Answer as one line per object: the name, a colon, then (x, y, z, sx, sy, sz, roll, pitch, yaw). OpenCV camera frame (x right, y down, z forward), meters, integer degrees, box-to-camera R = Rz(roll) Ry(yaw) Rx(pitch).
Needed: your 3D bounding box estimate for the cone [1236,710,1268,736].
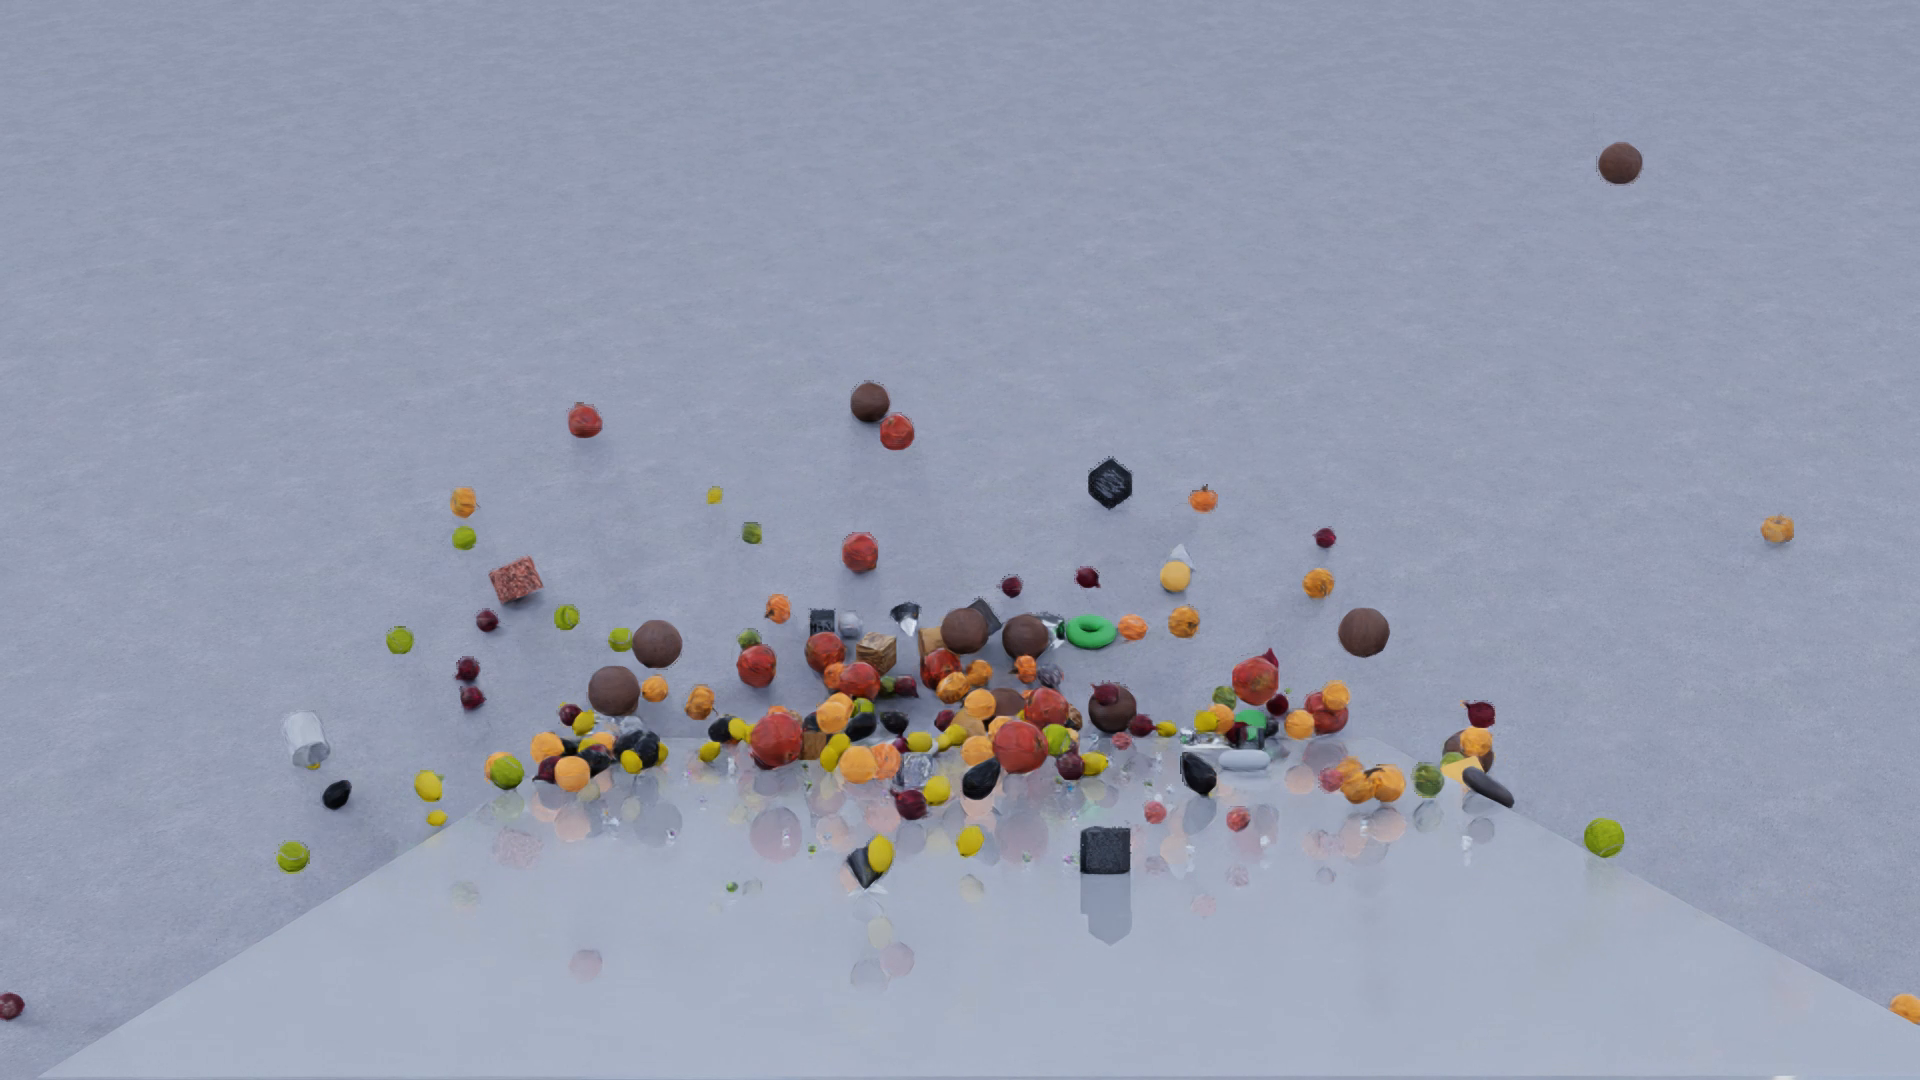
cone: (0.741, 0.488, 6.564, 0.085, 0.085, 0.085, 4, 17, 7)

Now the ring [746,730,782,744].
ring: (-0.491, 0.493, 6.466, 0.093, 0.031, 0.093, -1, 1, 0)

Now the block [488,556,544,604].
block: (-1.269, 0.115, 7.386, 0.096, 0.096, 0.096, -26, 5, -39)

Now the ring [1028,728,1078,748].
ring: (0.231, 0.488, 6.395, 0.126, 0.042, 0.126, -1, 1, 0)

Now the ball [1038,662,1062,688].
ball: (0.243, 0.366, 6.988, 0.068, 0.068, 0.068, 0, 28, 0)

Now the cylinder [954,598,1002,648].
cylinder: (0.050, 0.228, 7.150, 0.099, 0.099, 0.099, 54, 44, 2)

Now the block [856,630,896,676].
block: (-0.228, 0.310, 7.081, 0.080, 0.080, 0.080, 14, 31, 24)

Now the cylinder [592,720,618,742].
cylinder: (-0.893, 0.482, 6.505, 0.050, 0.050, 0.050, 4, 0, 7)

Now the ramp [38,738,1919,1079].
ramp: (0.064, 0.575, 4.618, 2.000, 0.100, 4.000, 0, 1, 0)

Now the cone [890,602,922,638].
cone: (-0.145, 0.238, 7.257, 0.089, 0.089, 0.089, -5, 56, -10)

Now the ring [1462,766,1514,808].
ring: (1.090, 0.513, 5.337, 0.122, 0.041, 0.122, 37, 1, -1)

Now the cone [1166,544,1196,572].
cone: (0.655, 0.070, 7.498, 0.085, 0.085, 0.085, 36, 41, 18)

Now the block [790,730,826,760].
block: (-0.356, 0.482, 6.068, 0.061, 0.061, 0.061, 0, 1, -36)

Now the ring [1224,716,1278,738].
ring: (0.752, 0.483, 6.682, 0.143, 0.048, 0.143, -1, 2, 0)

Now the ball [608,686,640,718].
ball: (-0.886, 0.425, 6.804, 0.083, 0.083, 0.083, 0, 28, 0)

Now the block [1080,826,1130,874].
block: (0.232, 0.496, 4.130, 0.066, 0.066, 0.066, 0, 1, 19)

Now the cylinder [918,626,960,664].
cylinder: (-0.058, 0.288, 7.103, 0.098, 0.098, 0.098, -6, 29, -11)

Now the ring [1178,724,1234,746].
ring: (0.611, 0.486, 6.421, 0.137, 0.046, 0.137, -1, 1, 0)

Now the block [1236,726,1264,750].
block: (0.706, 0.483, 6.291, 0.053, 0.053, 0.053, 0, 1, 24)

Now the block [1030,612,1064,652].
block: (0.242, 0.256, 7.189, 0.072, 0.072, 0.072, 17, 33, 28)

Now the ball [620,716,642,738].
ball: (-0.845, 0.480, 6.654, 0.056, 0.056, 0.056, 0, 28, 0)

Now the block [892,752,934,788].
block: (-0.099, 0.485, 5.456, 0.065, 0.065, 0.065, 0, 1, -23)

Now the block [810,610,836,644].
block: (-0.384, 0.243, 7.219, 0.067, 0.067, 0.067, 0, 28, 1)

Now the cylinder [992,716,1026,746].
cylinder: (0.122, 0.473, 6.401, 0.071, 0.071, 0.071, 6, 0, 11)

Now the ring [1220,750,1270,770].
ring: (0.640, 0.495, 5.812, 0.116, 0.039, 0.116, -1, 1, 0)

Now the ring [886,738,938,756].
ring: (-0.113, 0.490, 6.089, 0.128, 0.043, 0.128, 0, -1, 0)

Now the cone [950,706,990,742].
cone: (0.043, 0.485, 6.531, 0.099, 0.099, 0.099, -21, 41, -33)

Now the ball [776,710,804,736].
ball: (-0.444, 0.476, 6.742, 0.069, 0.069, 0.069, 0, 28, 0)

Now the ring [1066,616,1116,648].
ring: (0.365, 0.256, 7.216, 0.140, 0.047, 0.140, -1, 29, 0)

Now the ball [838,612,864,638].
ball: (-0.306, 0.238, 7.222, 0.072, 0.072, 0.072, 0, 28, 0)

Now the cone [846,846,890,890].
cone: (-0.143, 0.516, 3.955, 0.067, 0.067, 0.067, 1, 27, 2)

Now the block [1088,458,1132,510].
block: (0.456, -0.169, 7.852, 0.091, 0.091, 0.091, -34, 54, -24)

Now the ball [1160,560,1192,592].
ball: (0.622, 0.104, 7.451, 0.089, 0.089, 0.089, 0, 28, 0)

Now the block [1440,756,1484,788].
block: (1.133, 0.552, 5.797, 0.085, 0.085, 0.085, -19, 55, -4)

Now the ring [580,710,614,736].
ring: (-0.956, 0.482, 6.815, 0.092, 0.031, 0.092, 2, 31, -1)
